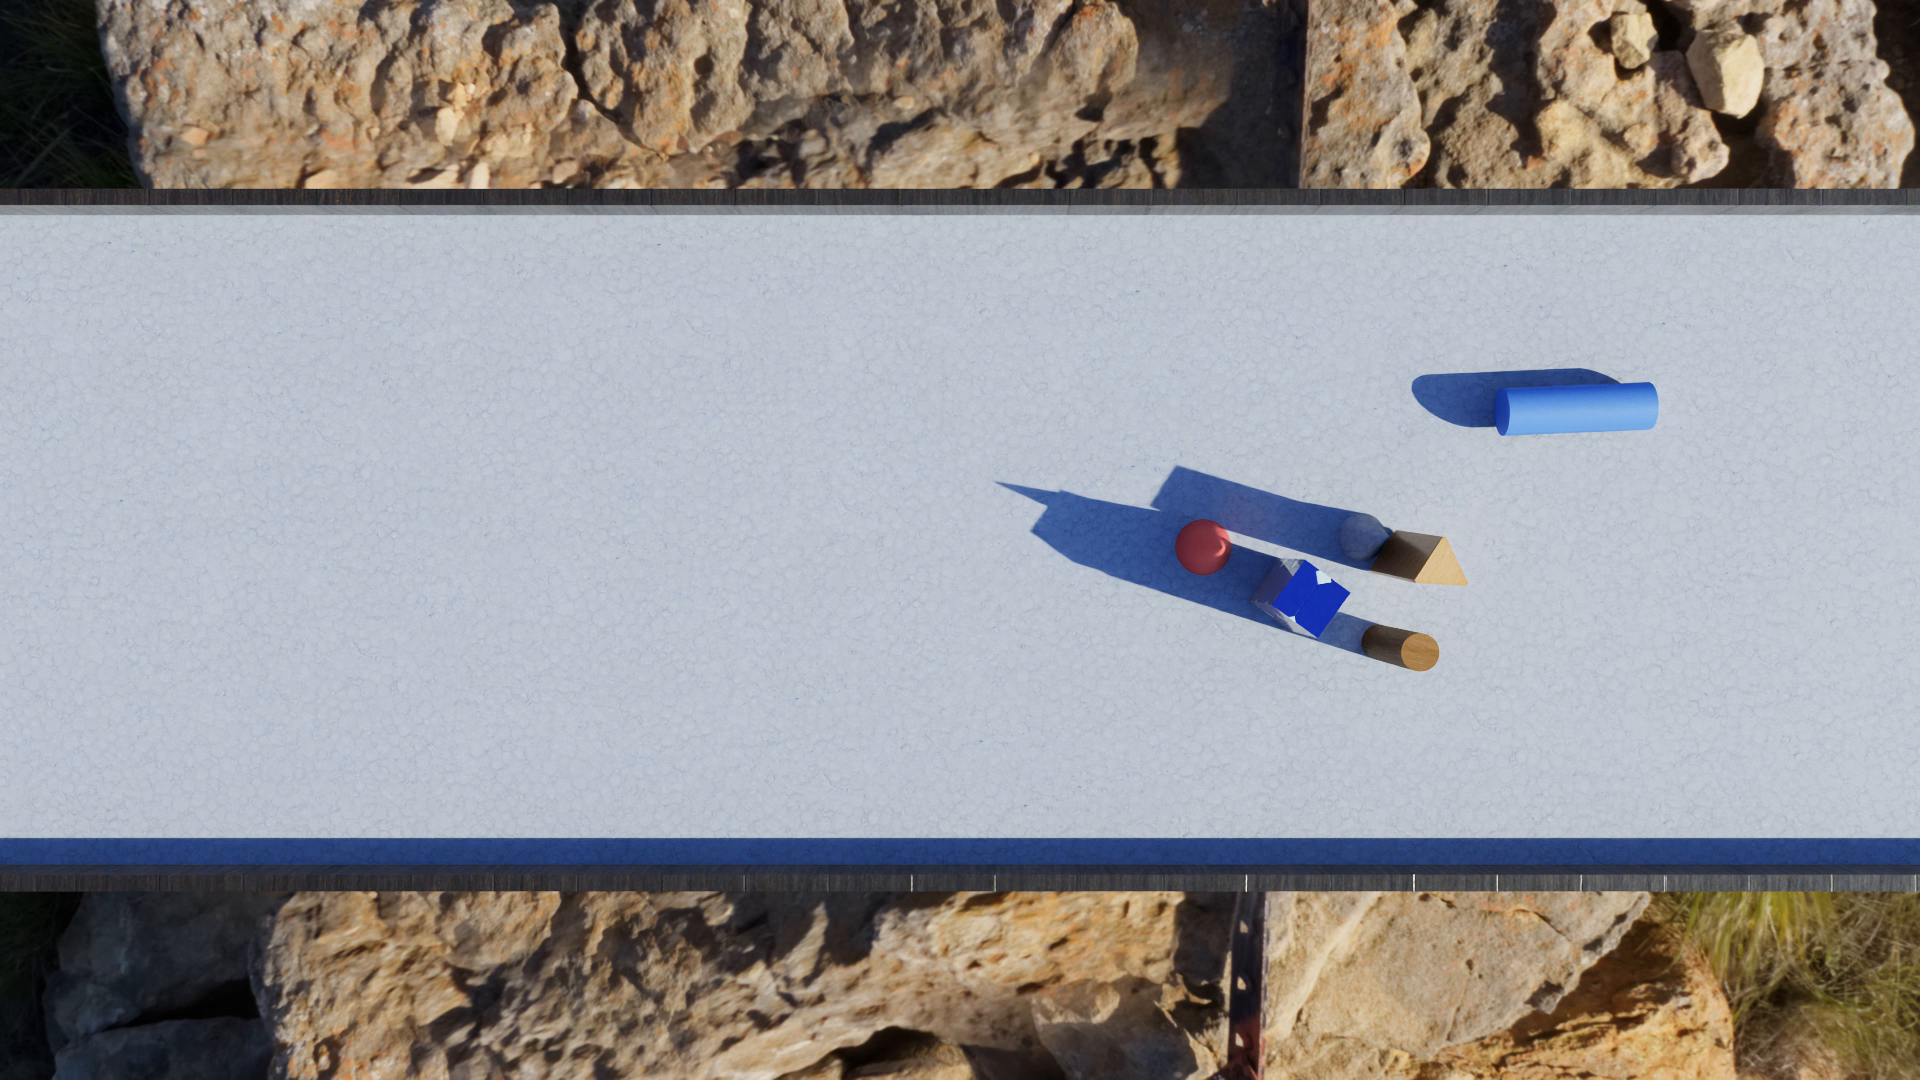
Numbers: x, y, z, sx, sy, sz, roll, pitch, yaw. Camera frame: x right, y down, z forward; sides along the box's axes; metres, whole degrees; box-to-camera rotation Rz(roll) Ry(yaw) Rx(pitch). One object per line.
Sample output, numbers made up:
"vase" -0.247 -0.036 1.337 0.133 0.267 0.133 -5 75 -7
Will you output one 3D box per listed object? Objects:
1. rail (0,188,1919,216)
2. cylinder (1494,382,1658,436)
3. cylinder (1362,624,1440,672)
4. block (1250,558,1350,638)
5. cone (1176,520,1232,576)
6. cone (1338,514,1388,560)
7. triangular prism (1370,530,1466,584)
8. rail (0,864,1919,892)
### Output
"rail" -2.247 -1.025 5.002 12.000 0.150 0.050 0 90 0
"cylinder" 1.867 -0.398 5.004 0.446 0.145 0.145 -2 90 0
"cylinder" 1.290 0.315 4.849 0.108 0.456 0.108 0 90 0
"block" 1.001 0.168 4.887 0.161 0.379 0.161 36 90 0
"cone" 0.749 0.022 4.890 0.173 0.373 0.173 0 90 0
"cone" 1.237 -0.010 4.915 0.146 0.323 0.146 0 90 0
"triangular prism" 1.355 0.046 4.875 0.153 0.385 0.133 3 93 -5
"rail" -2.247 1.025 5.001 12.000 0.150 0.050 0 90 0
